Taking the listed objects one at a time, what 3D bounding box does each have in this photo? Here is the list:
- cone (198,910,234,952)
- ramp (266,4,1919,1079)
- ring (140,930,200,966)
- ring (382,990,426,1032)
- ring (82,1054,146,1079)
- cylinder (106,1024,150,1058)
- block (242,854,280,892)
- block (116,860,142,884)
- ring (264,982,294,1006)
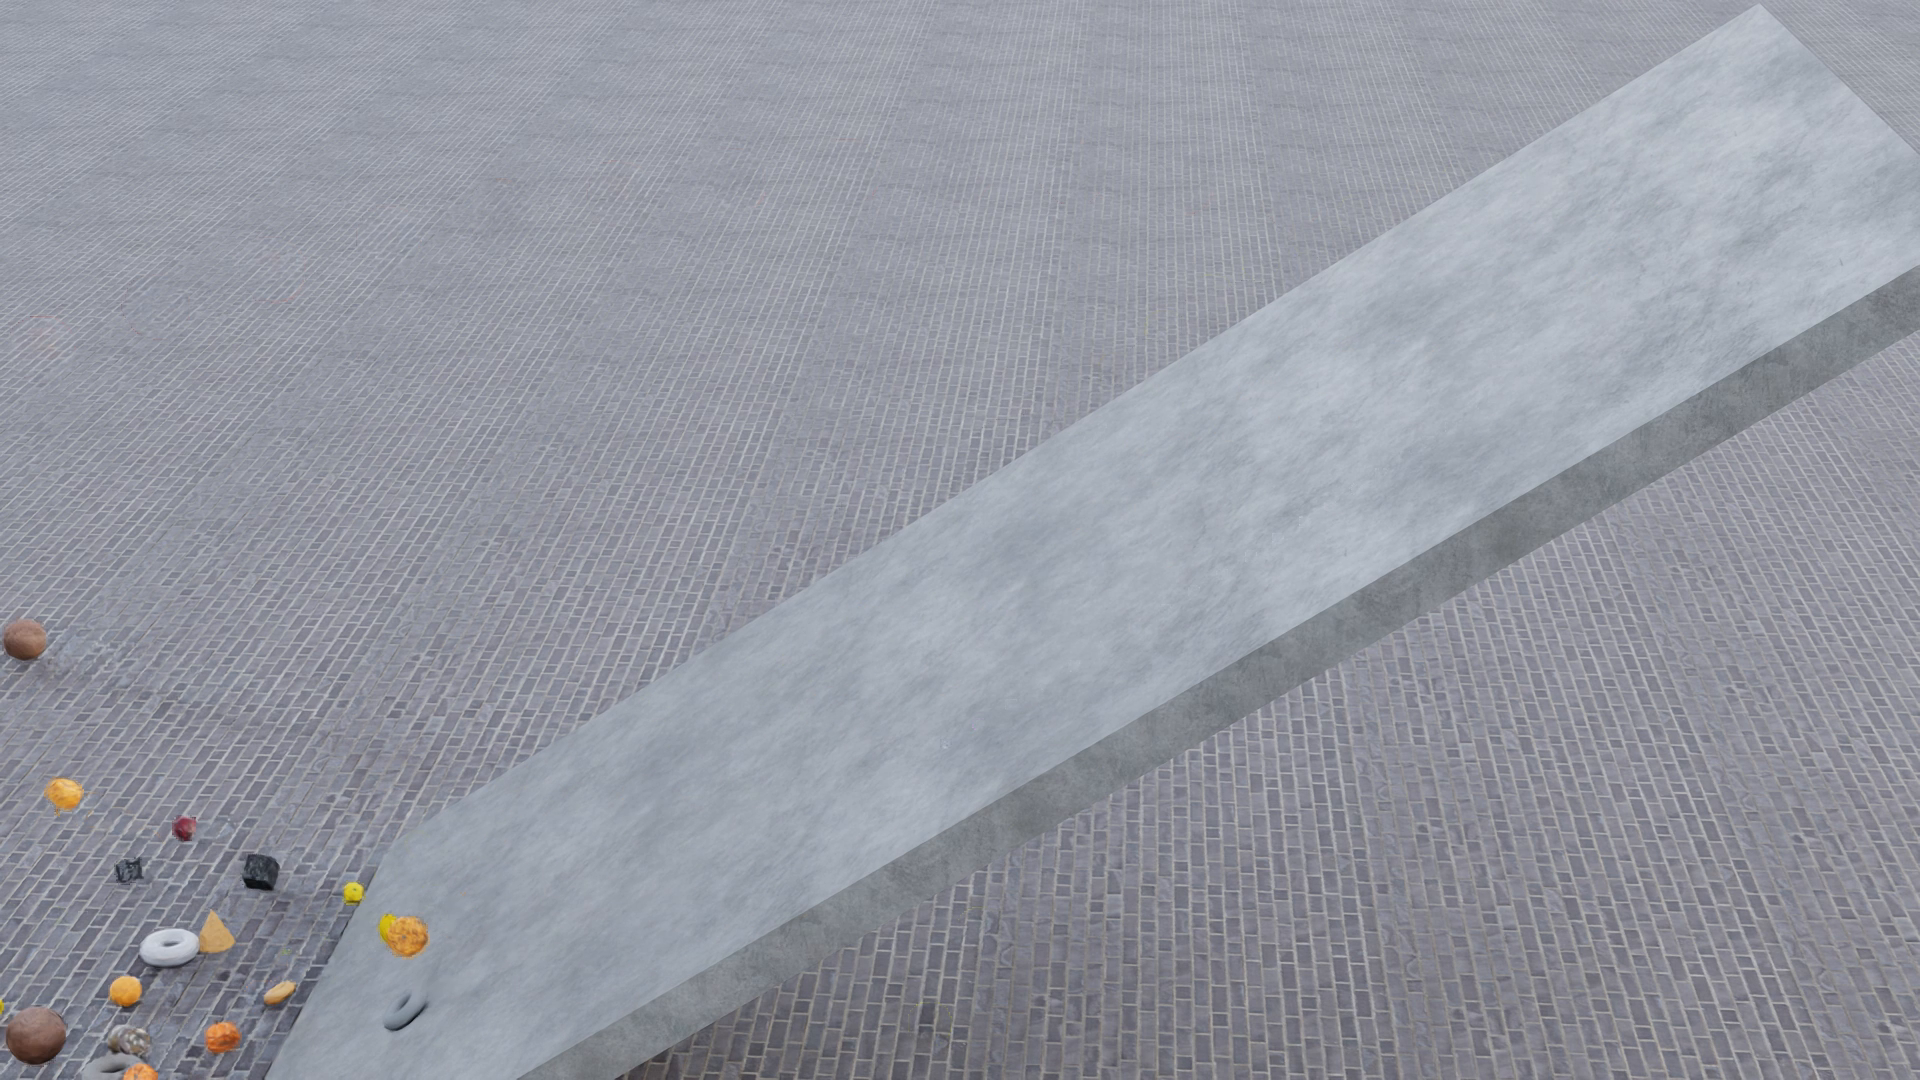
[{"bbox_3d":[-1.865,0.963,7.344,0.098,0.098,0.098,0,21,0],"label":"cone"},{"bbox_3d":[0.138,0.172,6.299,4.000,0.100,2.000,-31,16,14],"label":"ramp"},{"bbox_3d":[-1.960,1.011,7.290,0.145,0.048,0.145,0,21,0],"label":"ring"},{"bbox_3d":[-1.200,1.015,6.348,0.109,0.036,0.109,-34,18,13],"label":"ring"},{"bbox_3d":[-1.935,1.222,6.728,0.146,0.049,0.146,-1,17,0],"label":"ring"},{"bbox_3d":[-1.932,1.165,6.831,0.070,0.070,0.070,3,17,43],"label":"cylinder"},{"bbox_3d":[-1.805,0.859,7.596,0.068,0.068,0.068,7,61,6],"label":"block"},{"bbox_3d":[-2.144,0.855,7.592,0.051,0.051,0.051,-13,-4,-4],"label":"block"},{"bbox_3d":[-1.638,1.091,7.077,0.081,0.027,0.081,-26,12,6],"label":"ring"}]
